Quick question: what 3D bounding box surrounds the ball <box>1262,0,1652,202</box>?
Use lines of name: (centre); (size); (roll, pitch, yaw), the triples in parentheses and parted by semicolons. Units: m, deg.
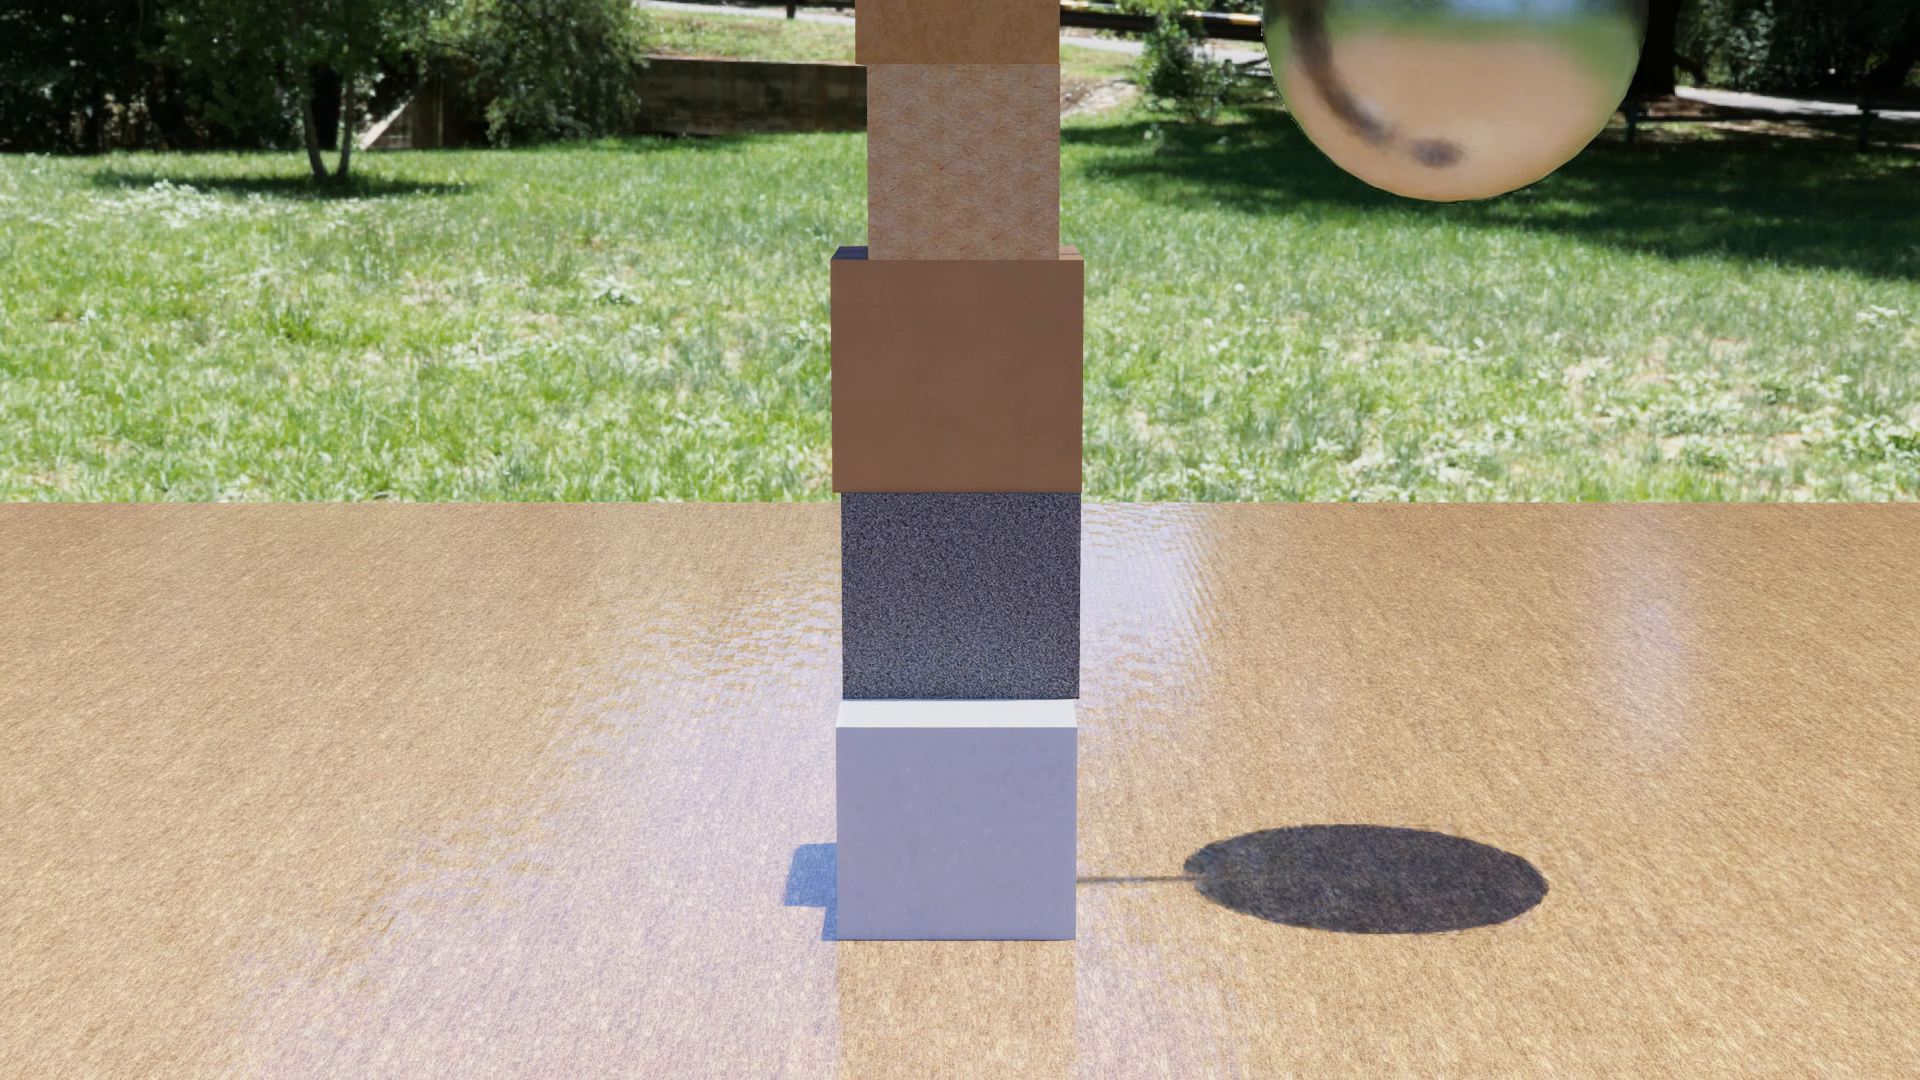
ball: (2.074, -2.226, 10.776); (1.600, 1.600, 1.600); (0, 10, 0)

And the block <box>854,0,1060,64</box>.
block: (-0.010, -2.434, 10.738); (0.828, 0.872, 0.821); (0, 10, 0)

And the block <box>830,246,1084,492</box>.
block: (-0.012, -0.752, 11.044); (1.041, 0.968, 0.888); (0, 10, 0)

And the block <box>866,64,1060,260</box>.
block: (0.015, -1.617, 10.886); (0.784, 0.789, 0.889); (0, 10, 0)

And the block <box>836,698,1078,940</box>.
block: (-0.013, 1.112, 10.935); (0.979, 0.900, 0.975); (0, 10, 0)

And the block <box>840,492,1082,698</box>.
block: (0.004, 0.157, 11.209); (1.001, 0.881, 0.906); (0, 10, 0)
